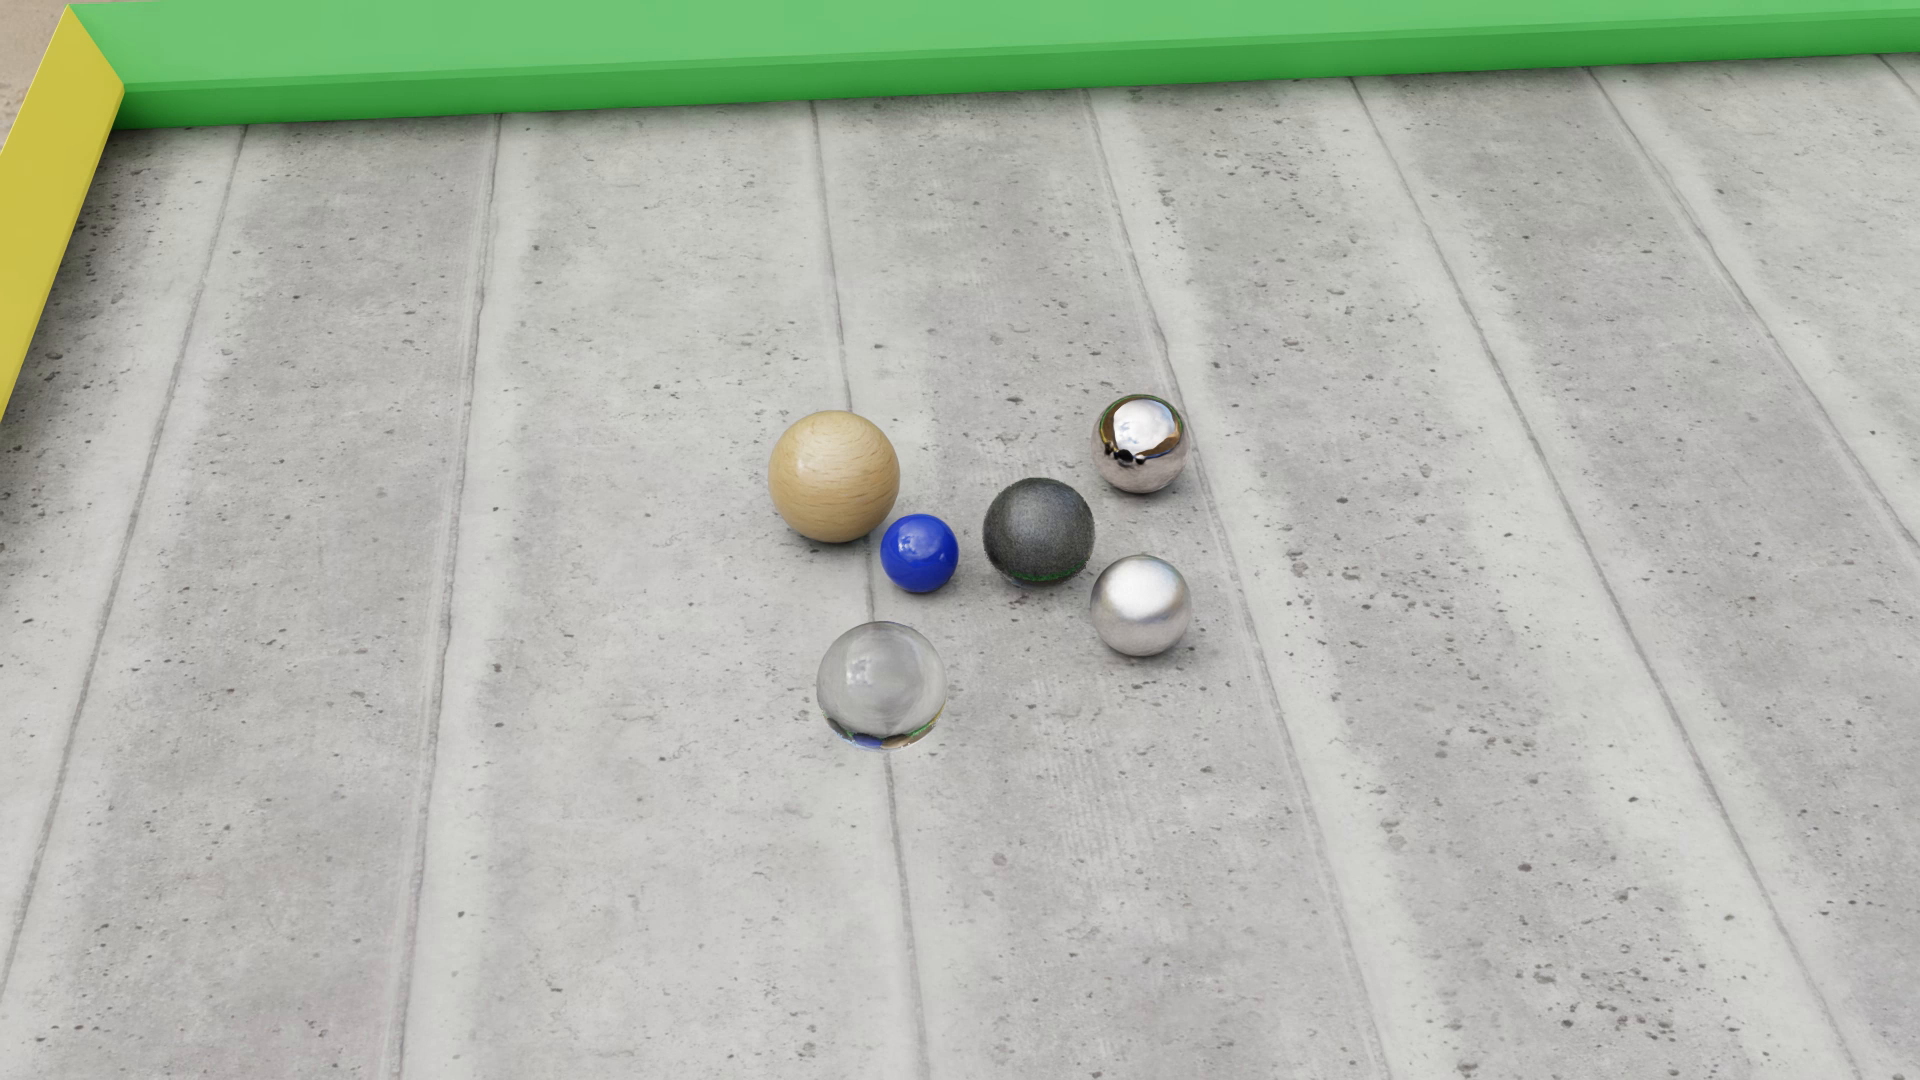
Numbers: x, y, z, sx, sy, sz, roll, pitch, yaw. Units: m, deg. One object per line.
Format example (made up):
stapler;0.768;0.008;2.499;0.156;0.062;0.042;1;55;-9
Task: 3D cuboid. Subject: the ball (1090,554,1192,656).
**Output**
ball;0.117;0.042;1.655;0.066;0.066;0.066;0;36;0

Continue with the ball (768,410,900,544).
ball;-0.086;-0.043;1.753;0.091;0.091;0.091;0;36;0

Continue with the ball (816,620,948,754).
ball;-0.048;0.090;1.575;0.081;0.081;0.081;0;36;0

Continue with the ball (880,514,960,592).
ball;-0.027;0.009;1.713;0.053;0.053;0.053;0;36;0

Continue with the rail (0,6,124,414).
rail;-0.674;0.019;1.640;0.045;0.118;1.499;-3;36;-5

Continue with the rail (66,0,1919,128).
rail;0.626;-0.480;2.337;2.803;0.118;0.045;-3;36;-5

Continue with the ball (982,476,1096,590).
ball;0.053;-0.004;1.712;0.076;0.076;0.076;0;36;0

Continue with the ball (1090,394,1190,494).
ball;0.127;-0.068;1.805;0.071;0.071;0.071;0;36;0
